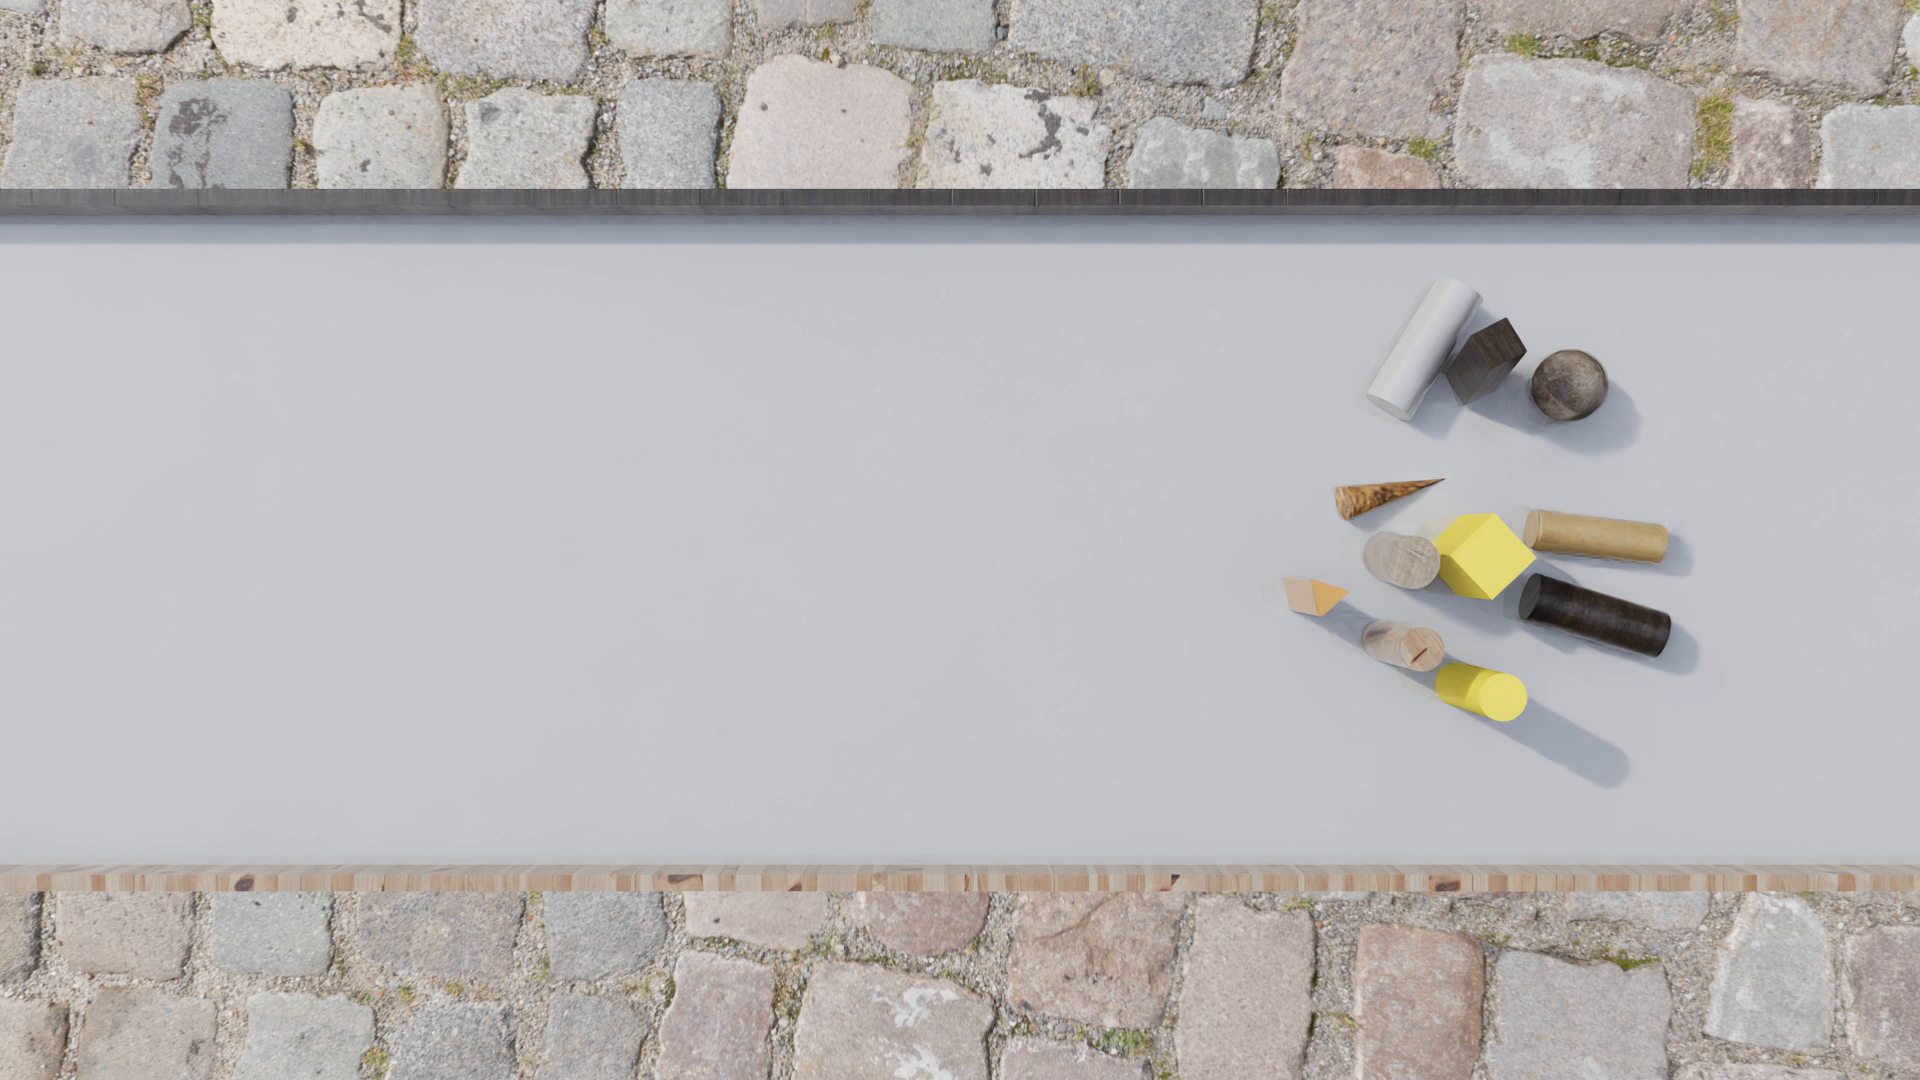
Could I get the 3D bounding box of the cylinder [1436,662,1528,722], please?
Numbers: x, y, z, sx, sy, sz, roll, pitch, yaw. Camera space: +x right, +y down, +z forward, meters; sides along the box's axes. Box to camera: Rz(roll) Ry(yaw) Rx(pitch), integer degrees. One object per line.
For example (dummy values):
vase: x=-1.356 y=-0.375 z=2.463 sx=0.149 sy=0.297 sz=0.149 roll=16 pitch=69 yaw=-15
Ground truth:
cylinder: x=1.530 y=0.443 z=4.861 sx=0.136 sy=0.430 sz=0.136 roll=0 pitch=90 yaw=0

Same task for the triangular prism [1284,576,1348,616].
triangular prism: x=1.026 y=0.147 z=4.866 sx=0.107 sy=0.422 sz=0.093 roll=-42 pitch=90 yaw=0

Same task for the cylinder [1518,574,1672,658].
cylinder: x=1.923 y=0.230 z=5.003 sx=0.408 sy=0.148 sz=0.148 roll=17 pitch=90 yaw=0

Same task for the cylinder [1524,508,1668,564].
cylinder: x=1.931 y=-0.011 z=5.015 sx=0.390 sy=0.123 sz=0.123 roll=7 pitch=90 yaw=0

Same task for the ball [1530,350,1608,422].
ball: x=1.834 y=-0.465 z=4.969 sx=0.215 sy=0.215 sz=0.215 roll=0 pitch=90 yaw=0

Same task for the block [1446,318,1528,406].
block: x=1.550 y=-0.524 z=4.876 sx=0.115 sy=0.385 sz=0.115 roll=-27 pitch=78 yaw=0

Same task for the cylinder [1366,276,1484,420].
cylinder: x=1.407 y=-0.581 z=5.000 sx=0.153 sy=0.153 sz=0.419 roll=32 pitch=90 yaw=0

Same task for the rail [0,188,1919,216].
rail: x=-2.247 y=-1.025 z=5.002 sx=12.000 sy=0.150 sz=0.050 roll=0 pitch=90 yaw=0

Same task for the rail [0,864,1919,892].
rail: x=-2.247 y=1.025 z=5.001 sx=12.000 sy=0.150 sz=0.050 roll=0 pitch=90 yaw=0

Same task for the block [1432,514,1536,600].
block: x=1.539 y=0.048 z=4.918 sx=0.177 sy=0.318 sz=0.177 roll=-43 pitch=90 yaw=0

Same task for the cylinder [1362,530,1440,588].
cylinder: x=1.313 y=0.056 z=4.918 sx=0.153 sy=0.307 sz=0.153 roll=0 pitch=94 yaw=1

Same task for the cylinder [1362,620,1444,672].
cylinder: x=1.297 y=0.307 z=4.850 sx=0.125 sy=0.452 sz=0.125 roll=0 pitch=90 yaw=0

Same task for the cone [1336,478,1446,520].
cone: x=1.333 y=-0.151 z=5.050 sx=0.347 sy=0.107 sz=0.107 roll=-13 pitch=90 yaw=-9
